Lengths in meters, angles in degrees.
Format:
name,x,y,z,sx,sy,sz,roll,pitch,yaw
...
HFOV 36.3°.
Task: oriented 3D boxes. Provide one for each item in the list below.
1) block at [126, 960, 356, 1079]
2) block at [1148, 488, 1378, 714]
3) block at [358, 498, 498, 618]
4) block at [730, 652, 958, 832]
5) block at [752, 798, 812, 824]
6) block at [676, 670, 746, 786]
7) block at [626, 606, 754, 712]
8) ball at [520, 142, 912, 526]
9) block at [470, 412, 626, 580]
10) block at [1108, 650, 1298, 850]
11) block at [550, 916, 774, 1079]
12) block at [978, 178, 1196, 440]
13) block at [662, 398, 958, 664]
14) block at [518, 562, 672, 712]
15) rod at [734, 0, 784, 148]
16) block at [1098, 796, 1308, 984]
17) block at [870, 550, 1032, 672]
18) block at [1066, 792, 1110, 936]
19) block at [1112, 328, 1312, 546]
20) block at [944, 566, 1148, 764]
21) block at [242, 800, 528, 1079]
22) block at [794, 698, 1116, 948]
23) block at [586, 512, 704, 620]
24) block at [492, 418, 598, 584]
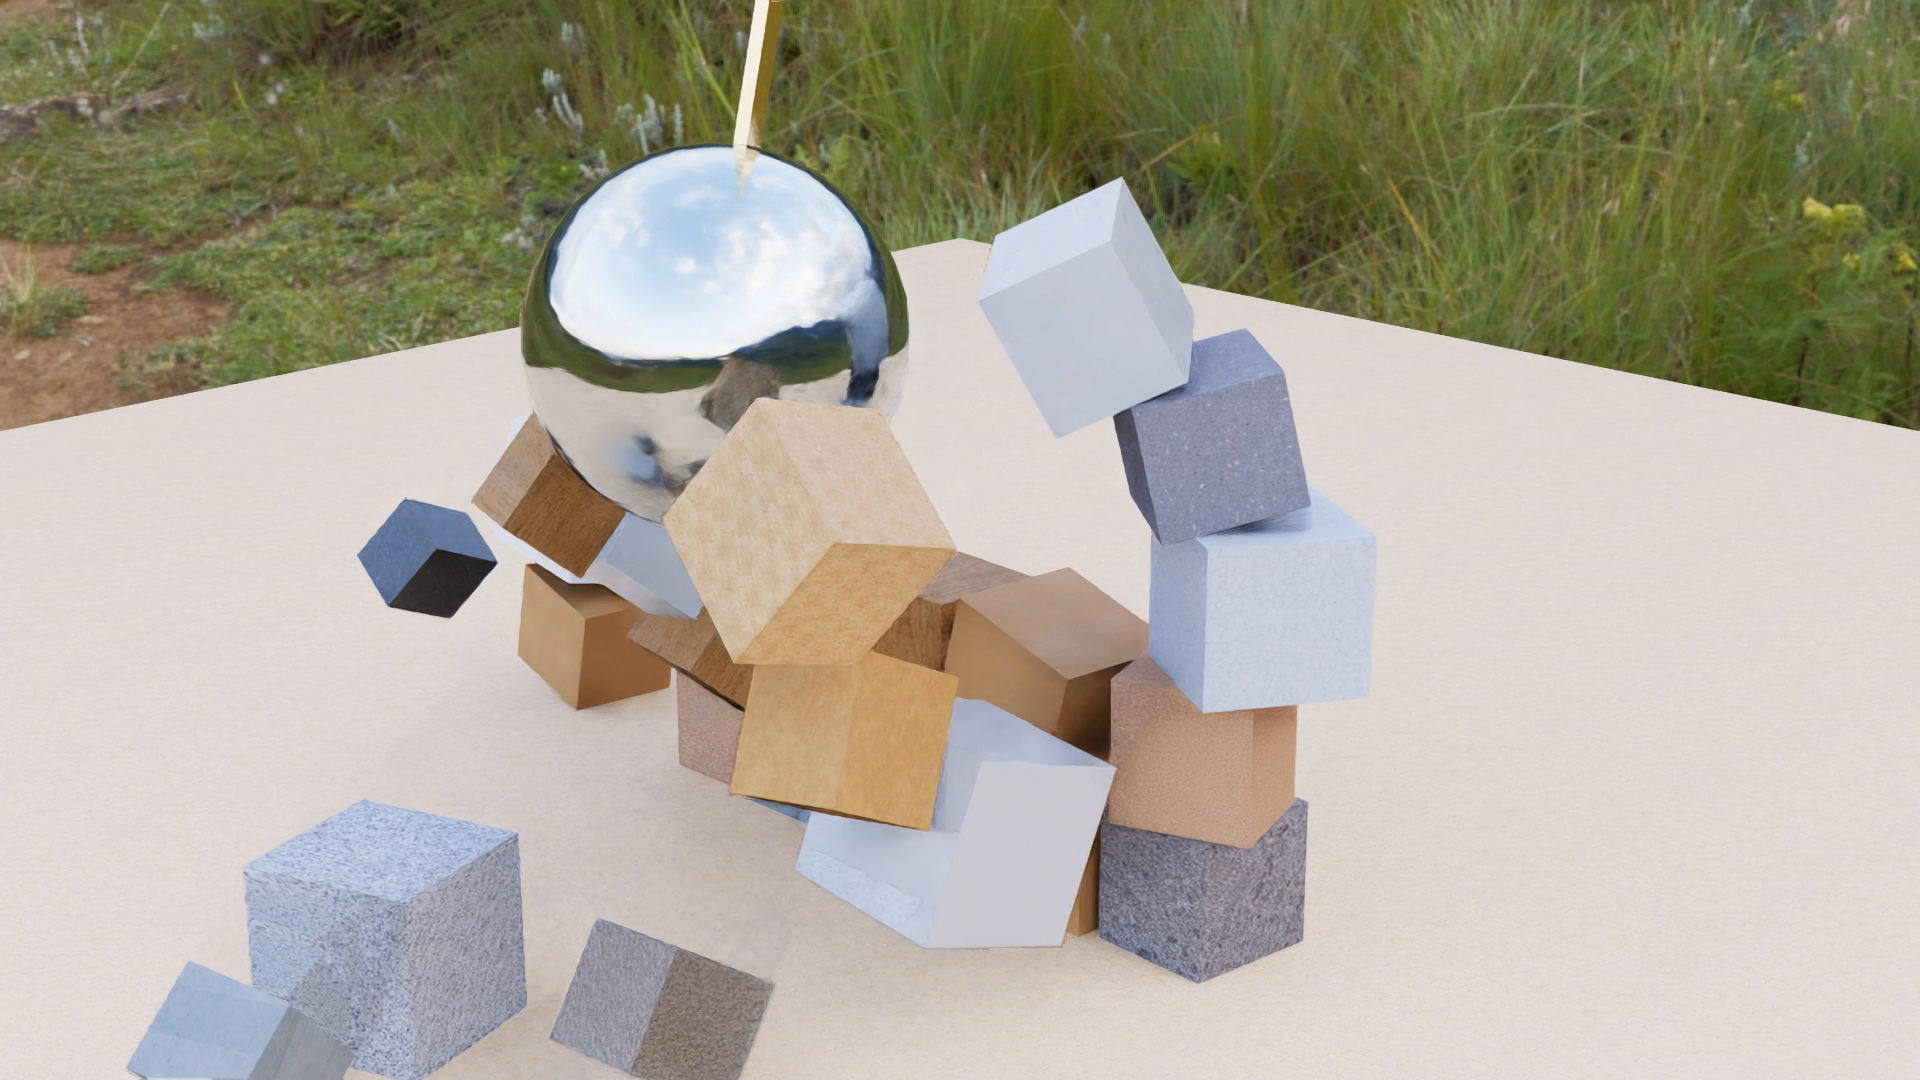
name,x,y,z,sx,sy,sz,roll,pitch,yaw
block,-2.660,1.931,10.875,0.492,0.536,0.443,17,67,26
block,1.235,0.237,12.090,0.716,0.693,0.699,-4,18,-14
block,-2.520,0.090,13.890,0.421,0.386,0.342,16,32,-54
block,-0.444,0.752,11.348,0.521,0.610,0.606,5,-9,37
block,-0.553,0.933,14.196,0.662,0.707,0.651,-17,24,-42
block,-0.987,0.832,14.655,0.604,0.624,0.600,-16,24,-42
block,-0.986,0.435,13.579,0.687,0.609,0.696,36,-8,-32
ball,-0.999,-0.825,12.035,1.600,1.600,1.600,0,17,0
block,-1.802,-0.212,13.148,0.456,0.516,0.451,36,-3,-31
block,1.029,0.852,12.367,0.629,0.647,0.548,8,19,25
block,-1.146,1.817,11.292,0.513,0.499,0.530,11,-13,46
block,0.519,-0.932,11.748,0.582,0.664,0.679,-23,23,18
block,-0.559,-0.023,10.767,0.604,0.679,0.682,3,48,-45
block,-1.942,0.464,15.717,0.579,0.564,0.624,-13,35,-36
rod,-0.433,-4.147,11.584,0.080,5.200,0.080,17,10,42
block,1.051,1.430,12.699,0.647,0.656,0.612,-15,23,-39
block,-0.048,0.434,13.447,0.577,0.557,0.551,-15,23,-39
block,0.519,1.294,13.201,0.701,0.615,0.700,-17,24,-42
block,0.996,-0.426,11.924,0.623,0.581,0.645,-15,21,-3
block,0.415,0.630,12.937,0.661,0.639,0.720,-15,38,-39
block,-2.321,1.615,11.905,0.787,0.781,0.767,8,19,25
block,-0.019,1.133,11.920,0.788,0.778,0.817,25,12,41
block,-1.398,-0.007,13.369,0.537,0.518,0.449,36,-17,-31
block,-1.951,-0.216,15.530,0.644,0.648,0.775,-2,21,-42
